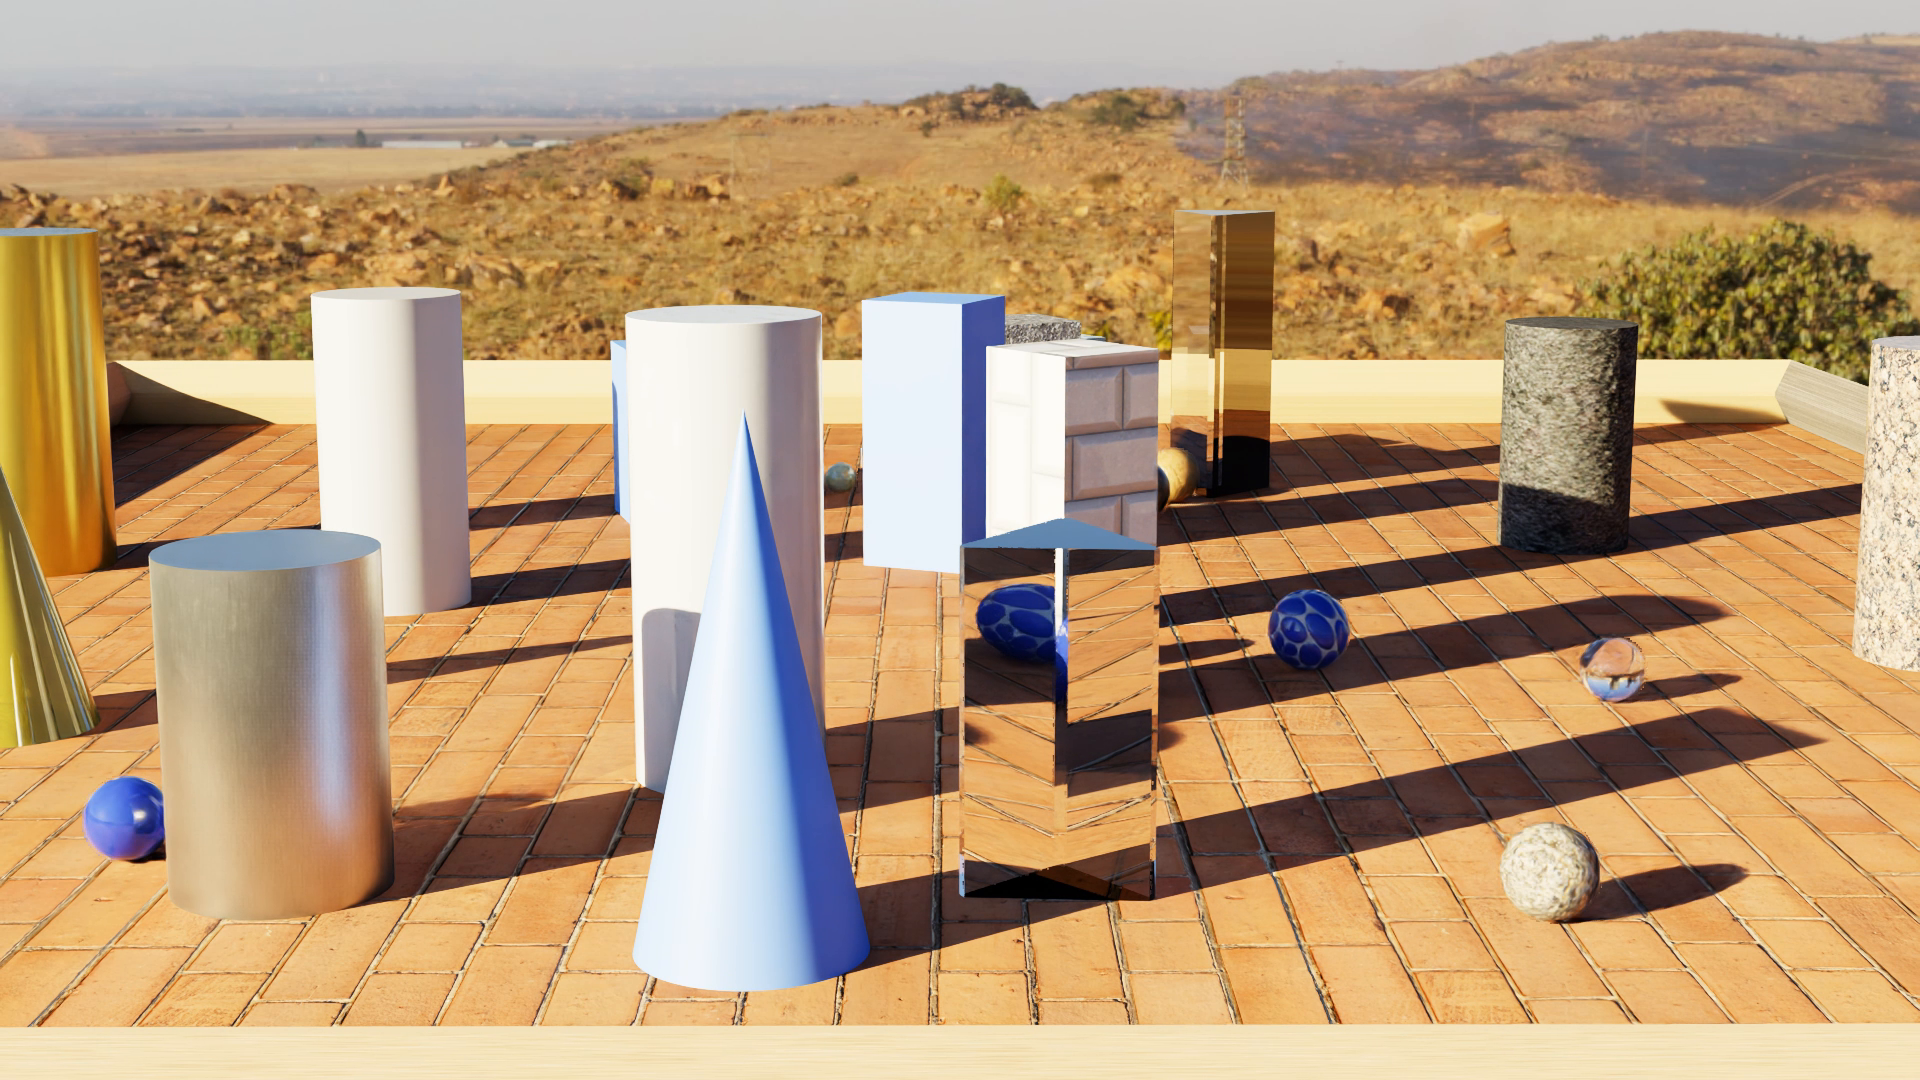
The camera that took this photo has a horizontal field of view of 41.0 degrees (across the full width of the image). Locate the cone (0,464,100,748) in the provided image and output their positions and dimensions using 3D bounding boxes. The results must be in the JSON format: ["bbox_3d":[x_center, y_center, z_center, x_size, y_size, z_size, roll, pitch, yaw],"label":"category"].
[{"bbox_3d":[-1.063,0.044,2.833,0.197,0.333,0.197,0,10,0],"label":"cone"}]

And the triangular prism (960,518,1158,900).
[{"bbox_3d":[0.091,0.148,2.317,0.171,0.316,0.148,1,11,4],"label":"triangular prism"}]

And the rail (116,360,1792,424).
[{"bbox_3d":[-0.011,-0.300,5.248,3.439,0.128,0.045,0,10,0],"label":"rail"}]

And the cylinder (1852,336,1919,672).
[{"bbox_3d":[1.217,-0.047,3.166,0.197,0.391,0.197,0,10,0],"label":"cylinder"}]

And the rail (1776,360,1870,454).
[{"bbox_3d":[1.696,0.031,3.458,0.045,0.128,3.707,0,10,0],"label":"rail"}]

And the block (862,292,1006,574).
[{"bbox_3d":[-0.038,-0.162,3.789,0.158,0.391,0.158,5,11,24],"label":"block"}]

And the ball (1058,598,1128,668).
[{"bbox_3d":[0.162,0.114,3.136,0.086,0.086,0.086,0,10,0],"label":"ball"}]

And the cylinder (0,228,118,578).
[{"bbox_3d":[-1.347,-0.204,3.743,0.197,0.489,0.197,0,10,0],"label":"cylinder"}]

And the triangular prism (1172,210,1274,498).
[{"bbox_3d":[0.427,-0.327,4.433,0.148,0.479,0.171,9,14,41],"label":"triangular prism"}]

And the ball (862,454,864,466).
[{"bbox_3d":[-0.136,-0.147,4.560,0.080,0.080,0.080,0,10,0],"label":"ball"}]

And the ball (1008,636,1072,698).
[{"bbox_3d":[0.093,0.148,2.984,0.073,0.073,0.073,0,10,0],"label":"ball"}]

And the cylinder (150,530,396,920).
[{"bbox_3d":[-0.609,0.159,2.282,0.197,0.307,0.197,0,10,0],"label":"cylinder"}]

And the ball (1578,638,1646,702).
[{"bbox_3d":[0.755,0.150,2.971,0.075,0.075,0.075,0,10,0],"label":"ball"}]

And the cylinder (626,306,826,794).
[{"bbox_3d":[-0.238,0.008,2.630,0.197,0.479,0.197,0,10,0],"label":"cylinder"}]

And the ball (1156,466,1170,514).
[{"bbox_3d":[0.292,-0.083,4.164,0.097,0.097,0.097,0,10,0],"label":"ball"}]

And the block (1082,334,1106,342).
[{"bbox_3d":[0.148,-0.239,4.586,0.158,0.251,0.158,-8,13,-36],"label":"block"}]

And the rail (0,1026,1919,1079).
[{"bbox_3d":[0.011,0.366,1.650,3.439,0.128,0.045,0,10,0],"label":"rail"}]

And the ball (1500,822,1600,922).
[{"bbox_3d":[0.508,0.286,2.210,0.085,0.085,0.085,0,10,0],"label":"ball"}]

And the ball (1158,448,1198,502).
[{"bbox_3d":[0.357,-0.108,4.320,0.091,0.091,0.091,0,10,0],"label":"ball"}]

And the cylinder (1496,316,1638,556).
[{"bbox_3d":[0.929,-0.163,3.928,0.197,0.341,0.197,0,10,0],"label":"cylinder"}]

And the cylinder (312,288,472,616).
[{"bbox_3d":[-0.772,-0.124,3.492,0.197,0.423,0.197,0,10,0],"label":"cylinder"}]

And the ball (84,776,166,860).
[{"bbox_3d":[-0.771,0.258,2.377,0.079,0.079,0.079,0,10,0],"label":"ball"}]

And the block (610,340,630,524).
[{"bbox_3d":[-0.474,-0.179,4.181,0.158,0.281,0.158,-3,11,-17],"label":"block"}]

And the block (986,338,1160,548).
[{"bbox_3d":[0.145,-0.068,3.346,0.158,0.367,0.158,-8,13,-37],"label":"block"}]

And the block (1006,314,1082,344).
[{"bbox_3d":[0.096,-0.223,4.353,0.158,0.304,0.158,-5,12,-27],"label":"block"}]

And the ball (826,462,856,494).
[{"bbox_3d":[-0.205,-0.107,4.418,0.053,0.053,0.053,0,10,0],"label":"ball"}]

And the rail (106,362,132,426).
[{"bbox_3d":[-1.696,0.035,3.439,0.045,0.128,3.707,0,10,0],"label":"rail"}]

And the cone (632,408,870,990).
[{"bbox_3d":[-0.174,0.117,2.099,0.197,0.456,0.197,0,10,0],"label":"cone"}]

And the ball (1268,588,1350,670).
[{"bbox_3d":[0.425,0.109,3.126,0.099,0.099,0.099,0,10,0],"label":"ball"}]
